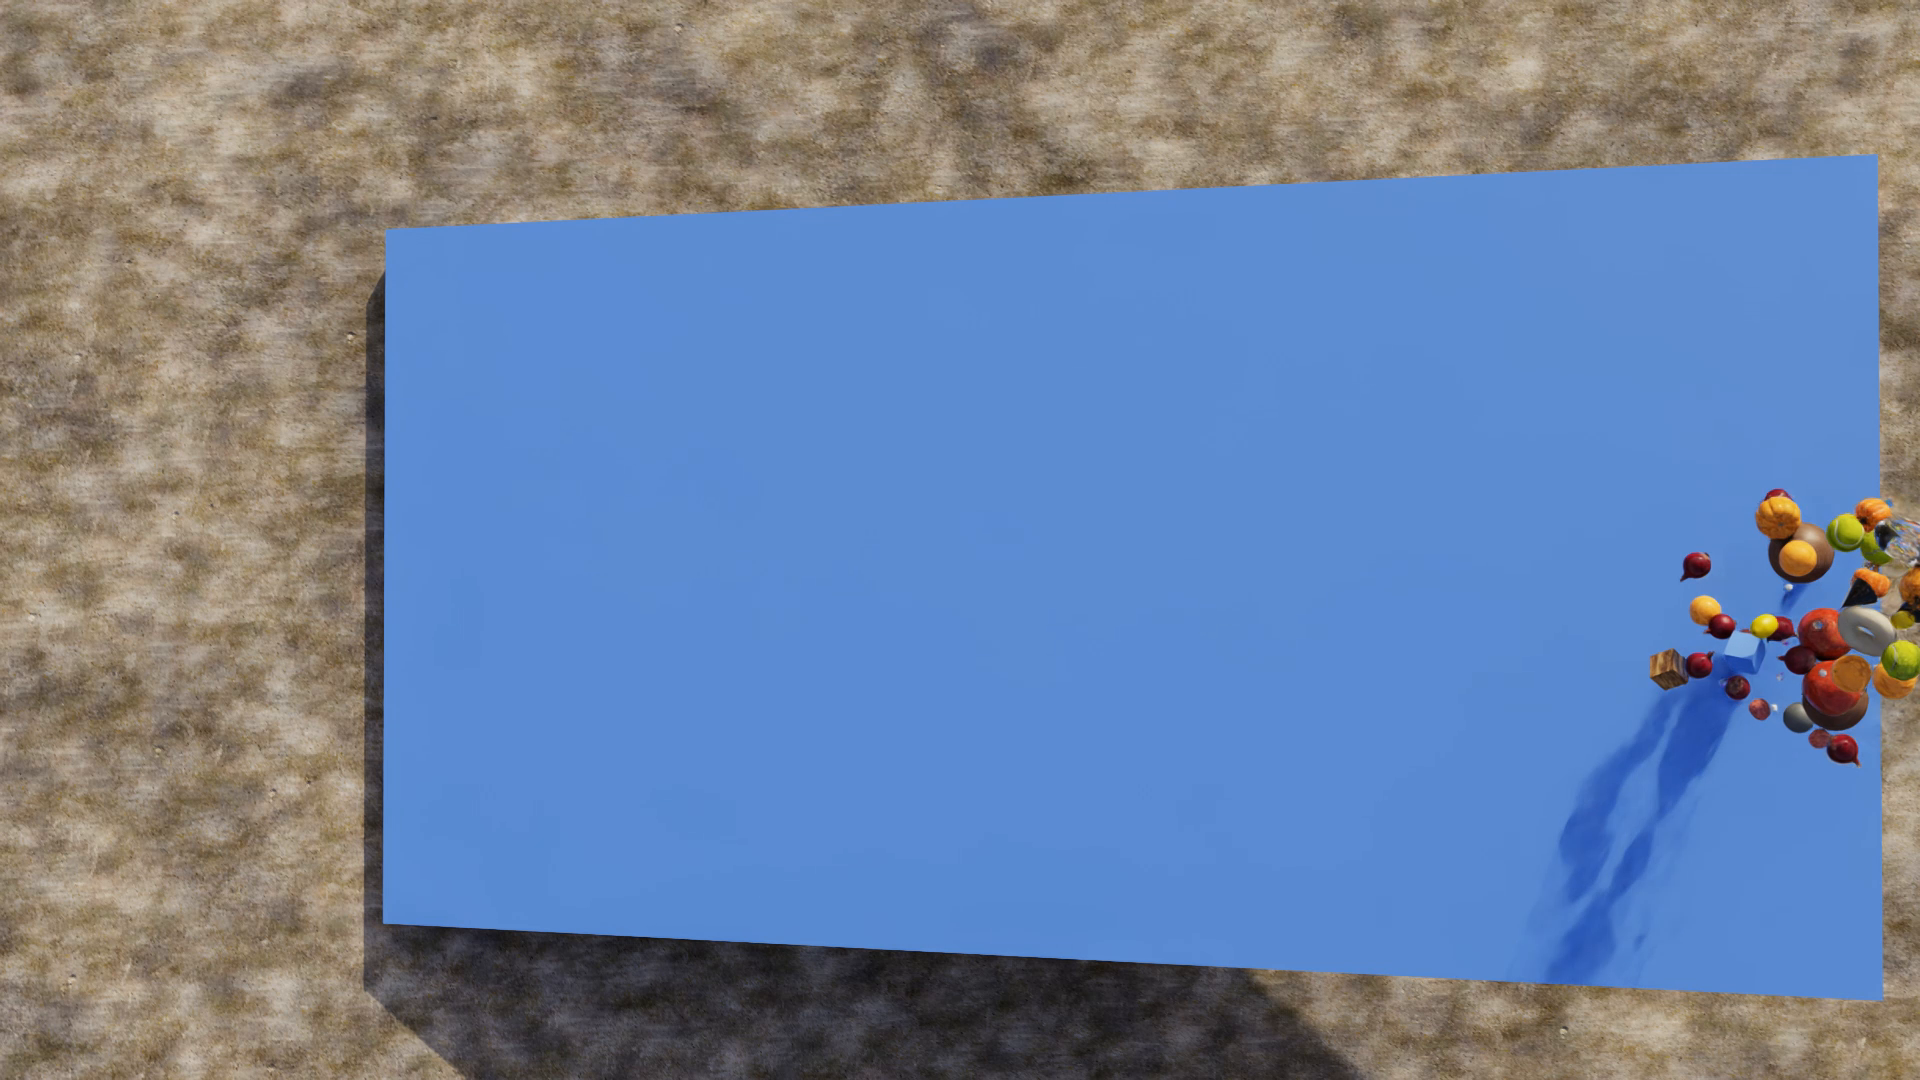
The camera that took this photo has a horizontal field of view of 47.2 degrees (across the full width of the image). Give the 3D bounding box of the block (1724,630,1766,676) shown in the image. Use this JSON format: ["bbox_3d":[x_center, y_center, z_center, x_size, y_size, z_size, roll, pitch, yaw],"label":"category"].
[{"bbox_3d":[1.800,0.259,5.043,0.066,0.066,0.066,13,63,39],"label":"block"}]

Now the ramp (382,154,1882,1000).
[{"bbox_3d":[0.272,0.095,5.813,4.000,0.100,2.000,0,89,17],"label":"ramp"}]

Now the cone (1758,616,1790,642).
[{"bbox_3d":[1.885,0.194,5.073,0.065,0.065,0.065,-26,89,29],"label":"cone"}]

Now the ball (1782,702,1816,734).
[{"bbox_3d":[1.837,0.389,4.812,0.068,0.068,0.068,0,89,0],"label":"ball"}]

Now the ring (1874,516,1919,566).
[{"bbox_3d":[1.741,0.002,4.042,0.119,0.119,0.040,13,127,0],"label":"ring"}]

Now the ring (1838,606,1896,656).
[{"bbox_3d":[1.682,0.169,4.078,0.113,0.113,0.038,46,68,1],"label":"ring"}]

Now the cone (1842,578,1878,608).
[{"bbox_3d":[1.883,0.125,4.631,0.065,0.065,0.065,-33,89,-4],"label":"cone"}]

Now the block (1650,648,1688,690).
[{"bbox_3d":[1.683,0.307,5.218,0.062,0.062,0.062,37,47,-26],"label":"block"}]
